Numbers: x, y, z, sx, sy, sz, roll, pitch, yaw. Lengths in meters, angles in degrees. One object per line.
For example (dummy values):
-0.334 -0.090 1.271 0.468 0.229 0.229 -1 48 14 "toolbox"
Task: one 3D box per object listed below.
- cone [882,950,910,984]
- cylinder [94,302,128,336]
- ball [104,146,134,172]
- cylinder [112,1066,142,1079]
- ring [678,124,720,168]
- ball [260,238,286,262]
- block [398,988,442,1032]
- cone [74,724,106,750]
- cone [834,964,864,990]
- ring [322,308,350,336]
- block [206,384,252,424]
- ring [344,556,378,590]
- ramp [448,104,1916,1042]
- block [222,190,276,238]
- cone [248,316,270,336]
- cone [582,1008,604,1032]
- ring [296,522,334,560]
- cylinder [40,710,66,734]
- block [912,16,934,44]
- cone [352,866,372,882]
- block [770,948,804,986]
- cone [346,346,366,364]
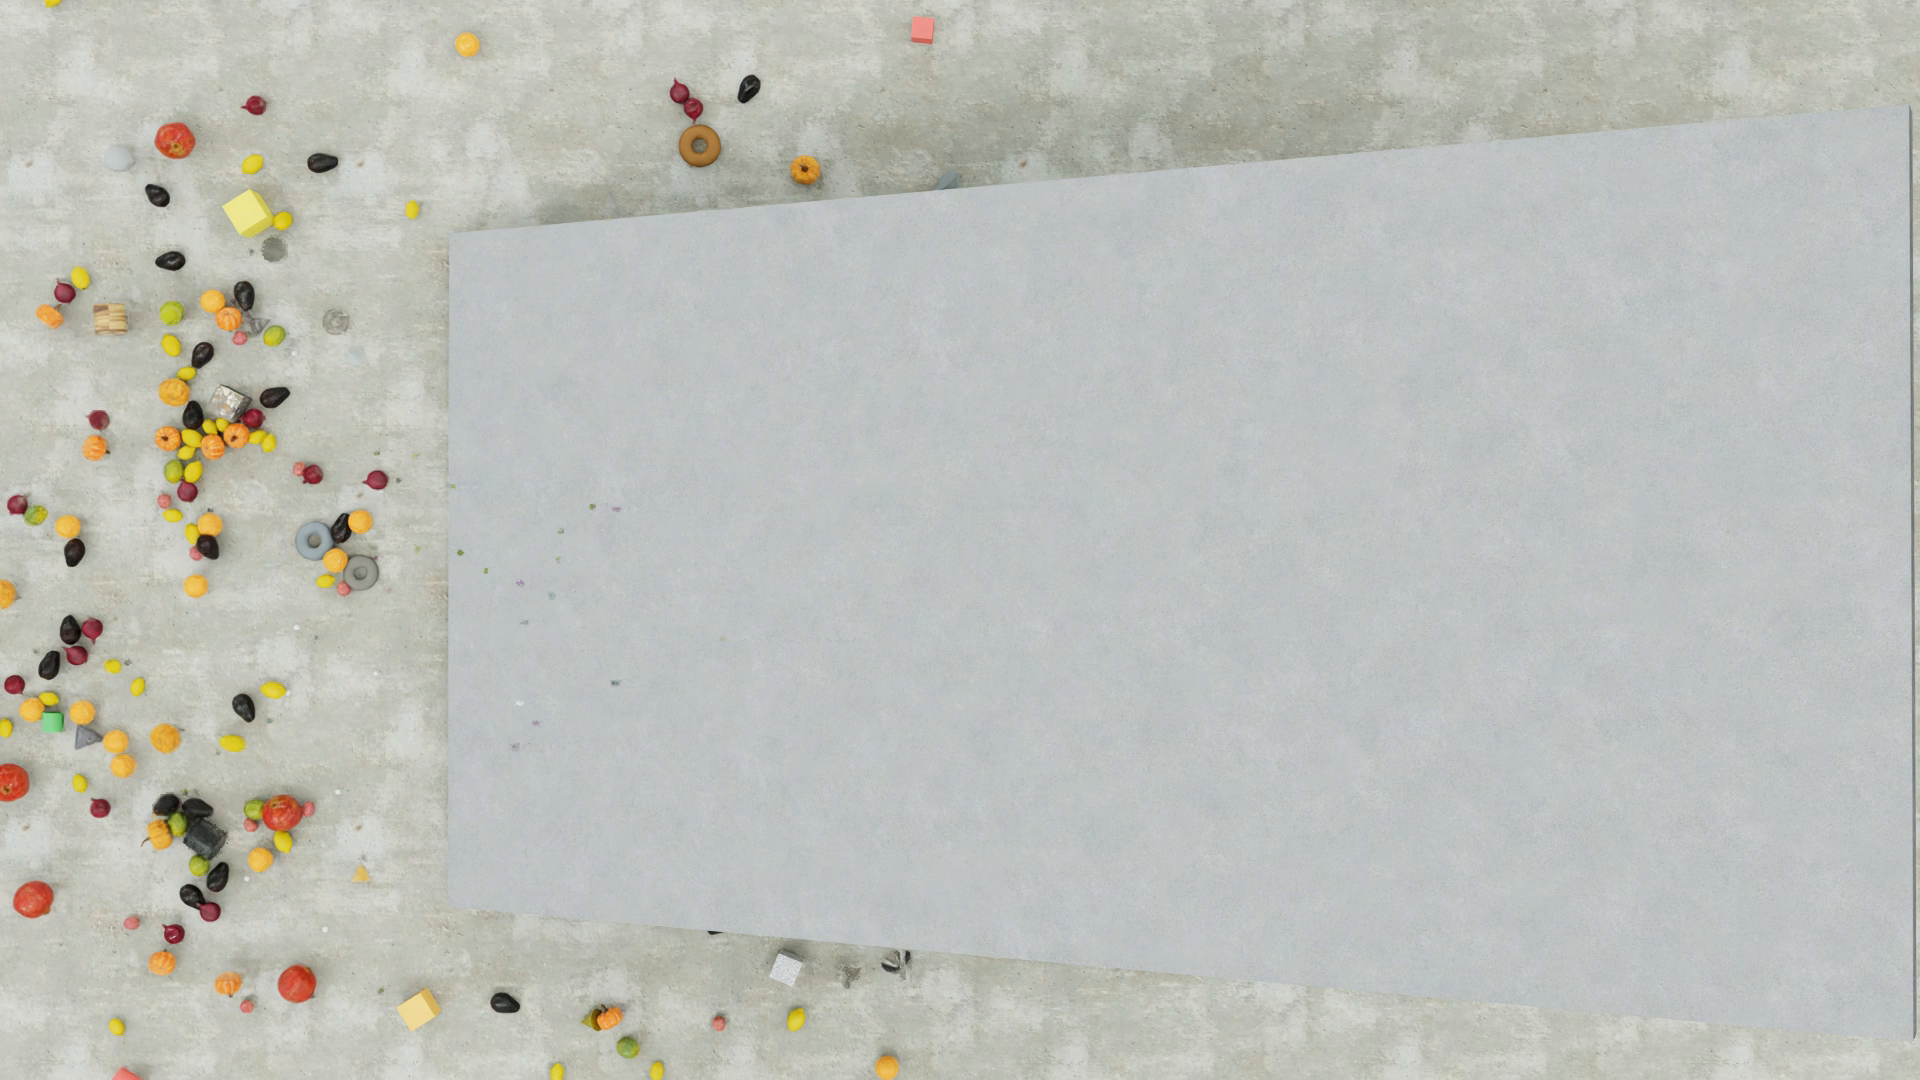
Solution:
-0.171 1.294 6.590 0.095 0.095 0.095 -26 116 0 "cone"
-2.545 -0.661 6.588 0.088 0.088 0.088 -3 89 0 "cylinder"
-2.523 -1.144 6.598 0.080 0.080 0.080 0 89 0 "ball"
-2.486 1.637 6.562 0.093 0.093 0.093 33 89 0 "cylinder"
-0.783 -1.186 6.617 0.128 0.043 0.128 0 90 -1 "ring"
-2.061 -0.870 6.598 0.073 0.073 0.073 0 89 0 "ball"
-1.616 1.402 6.569 0.083 0.083 0.083 -32 89 0 "block"
-2.607 0.595 6.601 0.083 0.083 0.083 8 89 -26 "cone"
-0.320 1.293 6.594 0.080 0.080 0.080 -26 89 -27 "cone"
-1.879 -0.656 6.619 0.083 0.028 0.083 0 89 1 "ring"
-2.190 -0.408 6.588 0.084 0.084 0.084 28 89 0 "block"
-1.800 0.099 6.607 0.107 0.036 0.107 0 91 -1 "ring"
0.278 0.078 5.658 4.000 0.100 2.000 0 89 27 "ramp"
-2.128 -0.976 6.588 0.097 0.097 0.097 -32 89 0 "block"
-2.101 -0.654 6.619 0.059 0.059 0.059 -26 89 -27 "cone"
-1.112 1.443 6.595 0.066 0.066 0.066 -14 89 27 "cone"
-1.938 0.004 6.606 0.118 0.039 0.118 0 89 -1 "ring"
-2.718 0.546 6.591 0.057 0.057 0.057 13 70 0 "cylinder"
-0.112 -1.532 6.611 0.062 0.062 0.062 6 89 0 "block"
-1.789 1.014 6.603 0.050 0.050 0.050 33 89 -26 "cone"
-0.518 1.279 6.574 0.076 0.076 0.076 22 89 0 "block"
-1.821 -0.558 6.603 0.057 0.057 0.057 0 89 0 "cone"
